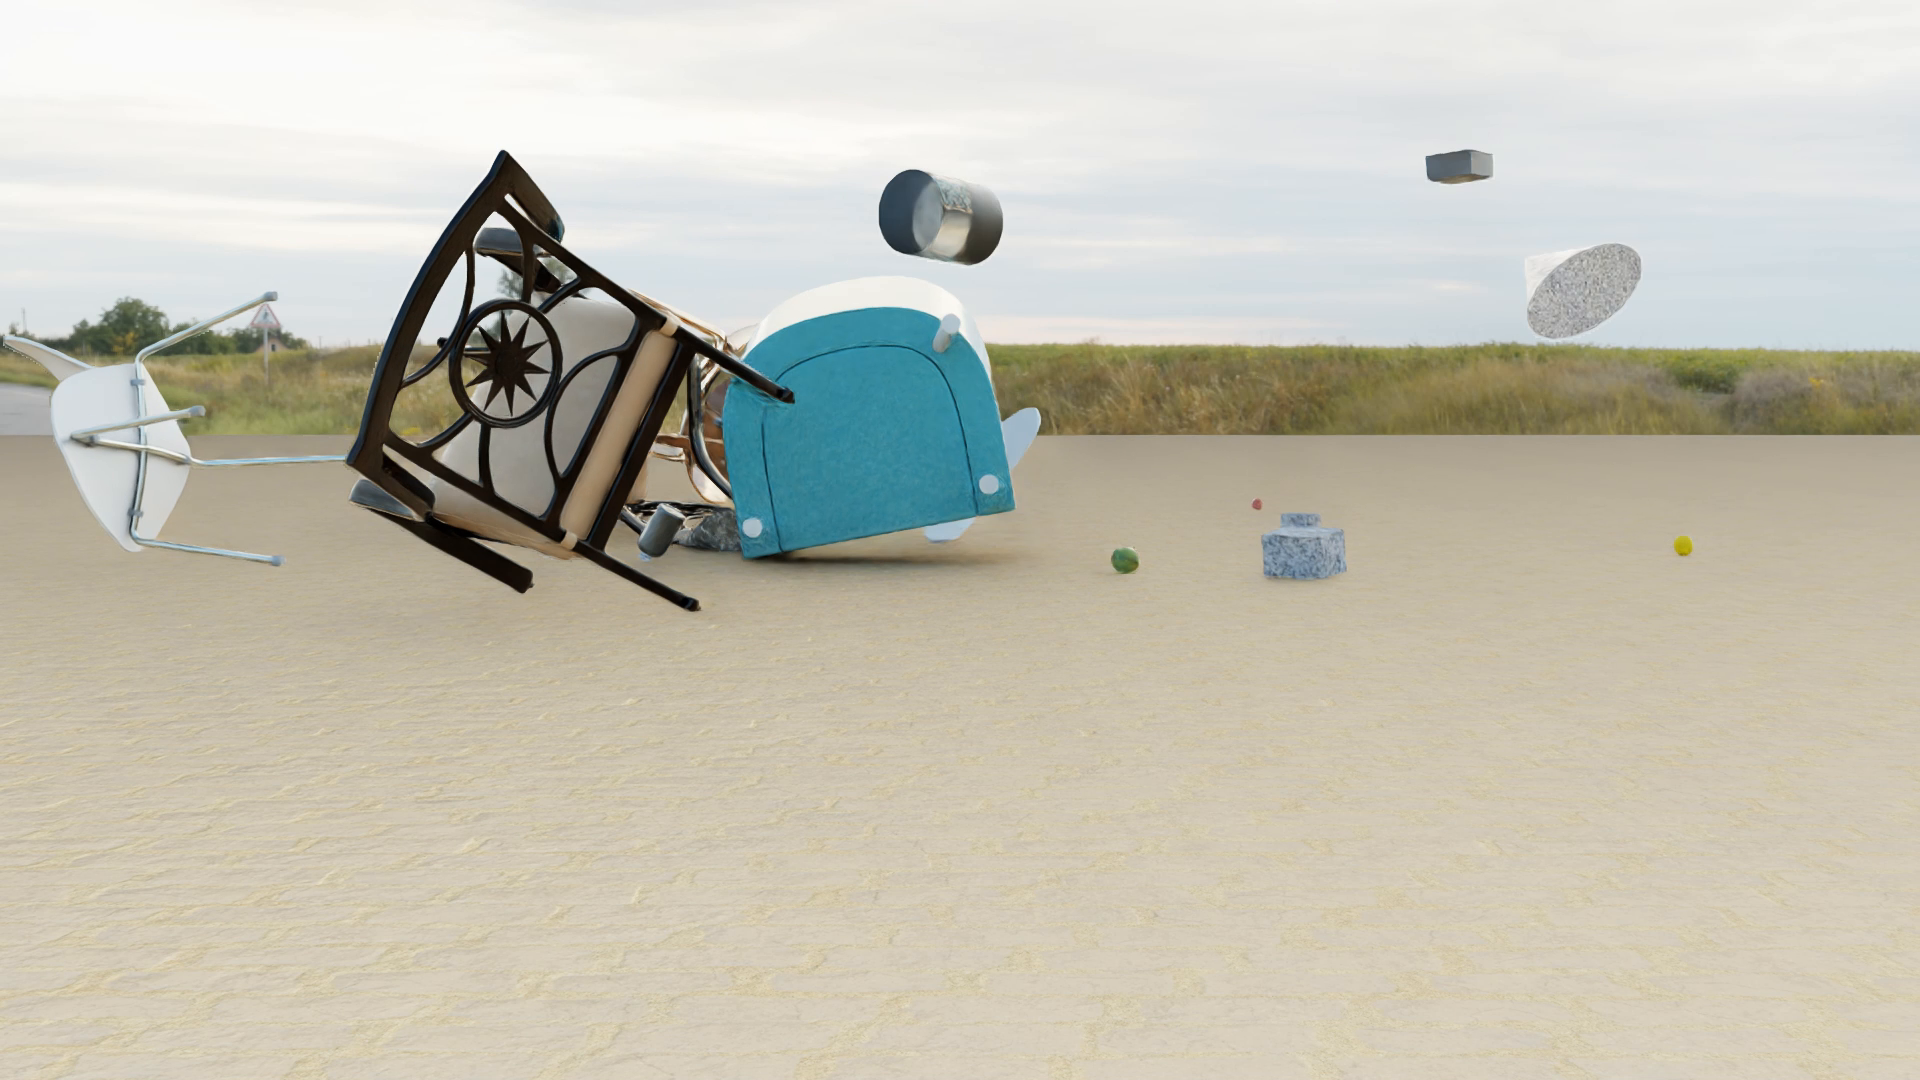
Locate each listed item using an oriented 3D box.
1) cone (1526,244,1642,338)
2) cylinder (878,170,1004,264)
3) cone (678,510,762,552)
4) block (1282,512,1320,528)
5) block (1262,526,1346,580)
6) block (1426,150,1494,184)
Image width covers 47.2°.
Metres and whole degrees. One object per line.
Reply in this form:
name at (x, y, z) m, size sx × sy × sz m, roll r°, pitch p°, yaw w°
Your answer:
cone at (1.238, -0.554, 4.579) m, size 0.299 × 0.197 × 0.187 m, roll -21°, pitch 37°, yaw -19°
cylinder at (-0.044, -0.754, 5.146) m, size 0.223 × 0.192 × 0.201 m, roll 1°, pitch 46°, yaw -52°
cone at (-0.720, -0.005, 6.189) m, size 0.195 × 0.118 × 0.295 m, roll 2°, pitch -10°, yaw -38°
block at (1.043, -0.047, 6.732) m, size 0.091 × 0.068 × 0.095 m, roll 2°, pitch 5°, yaw 29°
block at (0.820, 0.031, 5.247) m, size 0.160 × 0.102 × 0.111 m, roll 3°, pitch 13°, yaw 41°
block at (1.056, -0.789, 4.648) m, size 0.099 × 0.050 × 0.121 m, roll -3°, pitch 1°, yaw 36°
